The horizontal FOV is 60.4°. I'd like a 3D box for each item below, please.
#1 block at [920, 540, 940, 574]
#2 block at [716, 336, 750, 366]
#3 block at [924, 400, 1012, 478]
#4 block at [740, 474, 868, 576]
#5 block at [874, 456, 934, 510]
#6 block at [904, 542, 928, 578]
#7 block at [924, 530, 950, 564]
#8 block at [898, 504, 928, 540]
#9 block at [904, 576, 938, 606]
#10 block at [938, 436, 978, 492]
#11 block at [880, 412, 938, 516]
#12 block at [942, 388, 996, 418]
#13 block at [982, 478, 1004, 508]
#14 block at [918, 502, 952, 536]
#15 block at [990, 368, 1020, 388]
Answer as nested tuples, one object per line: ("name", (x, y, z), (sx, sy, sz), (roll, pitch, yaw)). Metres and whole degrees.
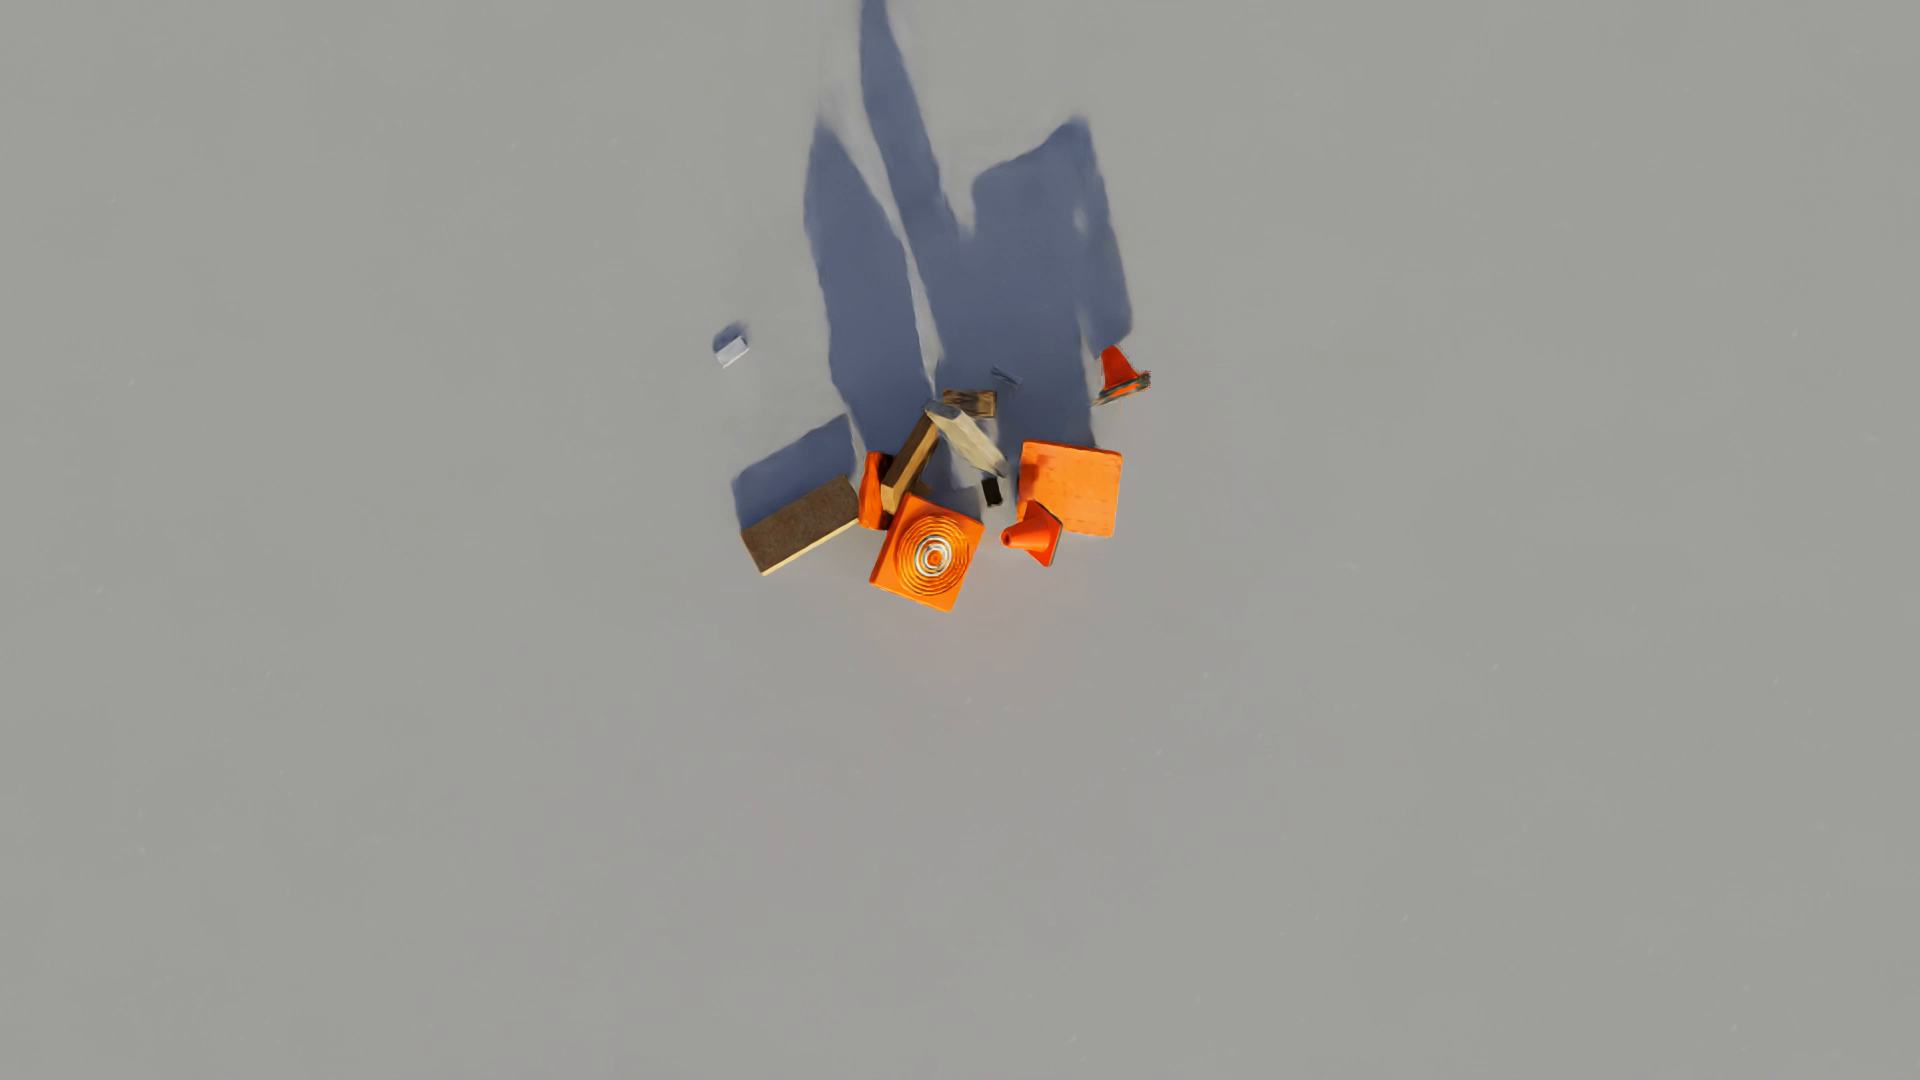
("block", (-0.099, 0.056, 5.478), (0.053, 0.015, 0.106), (-5, 96, 21))
("block", (-0.760, -0.627, 5.493), (0.104, 0.015, 0.052), (-36, 90, 0))
("block", (0.028, -0.324, 5.297), (0.045, 0.158, 0.315), (-54, 132, -11))
("block", (-0.517, -0.052, 5.460), (0.398, 0.045, 0.158), (-30, 77, 0))
("block", (-0.187, -0.190, 5.487), (0.179, 0.025, 0.090), (38, 90, 0))
("block", (-0.147, 0.066, 5.477), (0.053, 0.015, 0.106), (19, 99, 17))
("block", (-0.076, 0.026, 5.482), (0.054, 0.015, 0.109), (-23, 91, 21))
("block", (-0.158, -0.059, 5.478), (0.054, 0.015, 0.109), (-27, 90, 35))
("block", (-0.129, 0.172, 5.492), (0.106, 0.015, 0.053), (35, 90, 0))
("block", (-0.005, -0.260, 5.487), (0.090, 0.025, 0.179), (-16, 90, 0))
("block", (-0.162, -0.248, 5.353), (0.045, 0.158, 0.315), (22, 61, 14))
("block", (0.030, -0.454, 5.487), (0.179, 0.025, 0.090), (2, 90, 0))
("block", (0.107, -0.157, 5.466), (0.052, 0.015, 0.103), (-14, 58, 0))
("block", (-0.086, -0.070, 5.492), (0.109, 0.015, 0.054), (44, 90, 0))
("block", (0.152, -0.539, 5.473), (0.104, 0.052, 0.015), (28, 83, 0))
